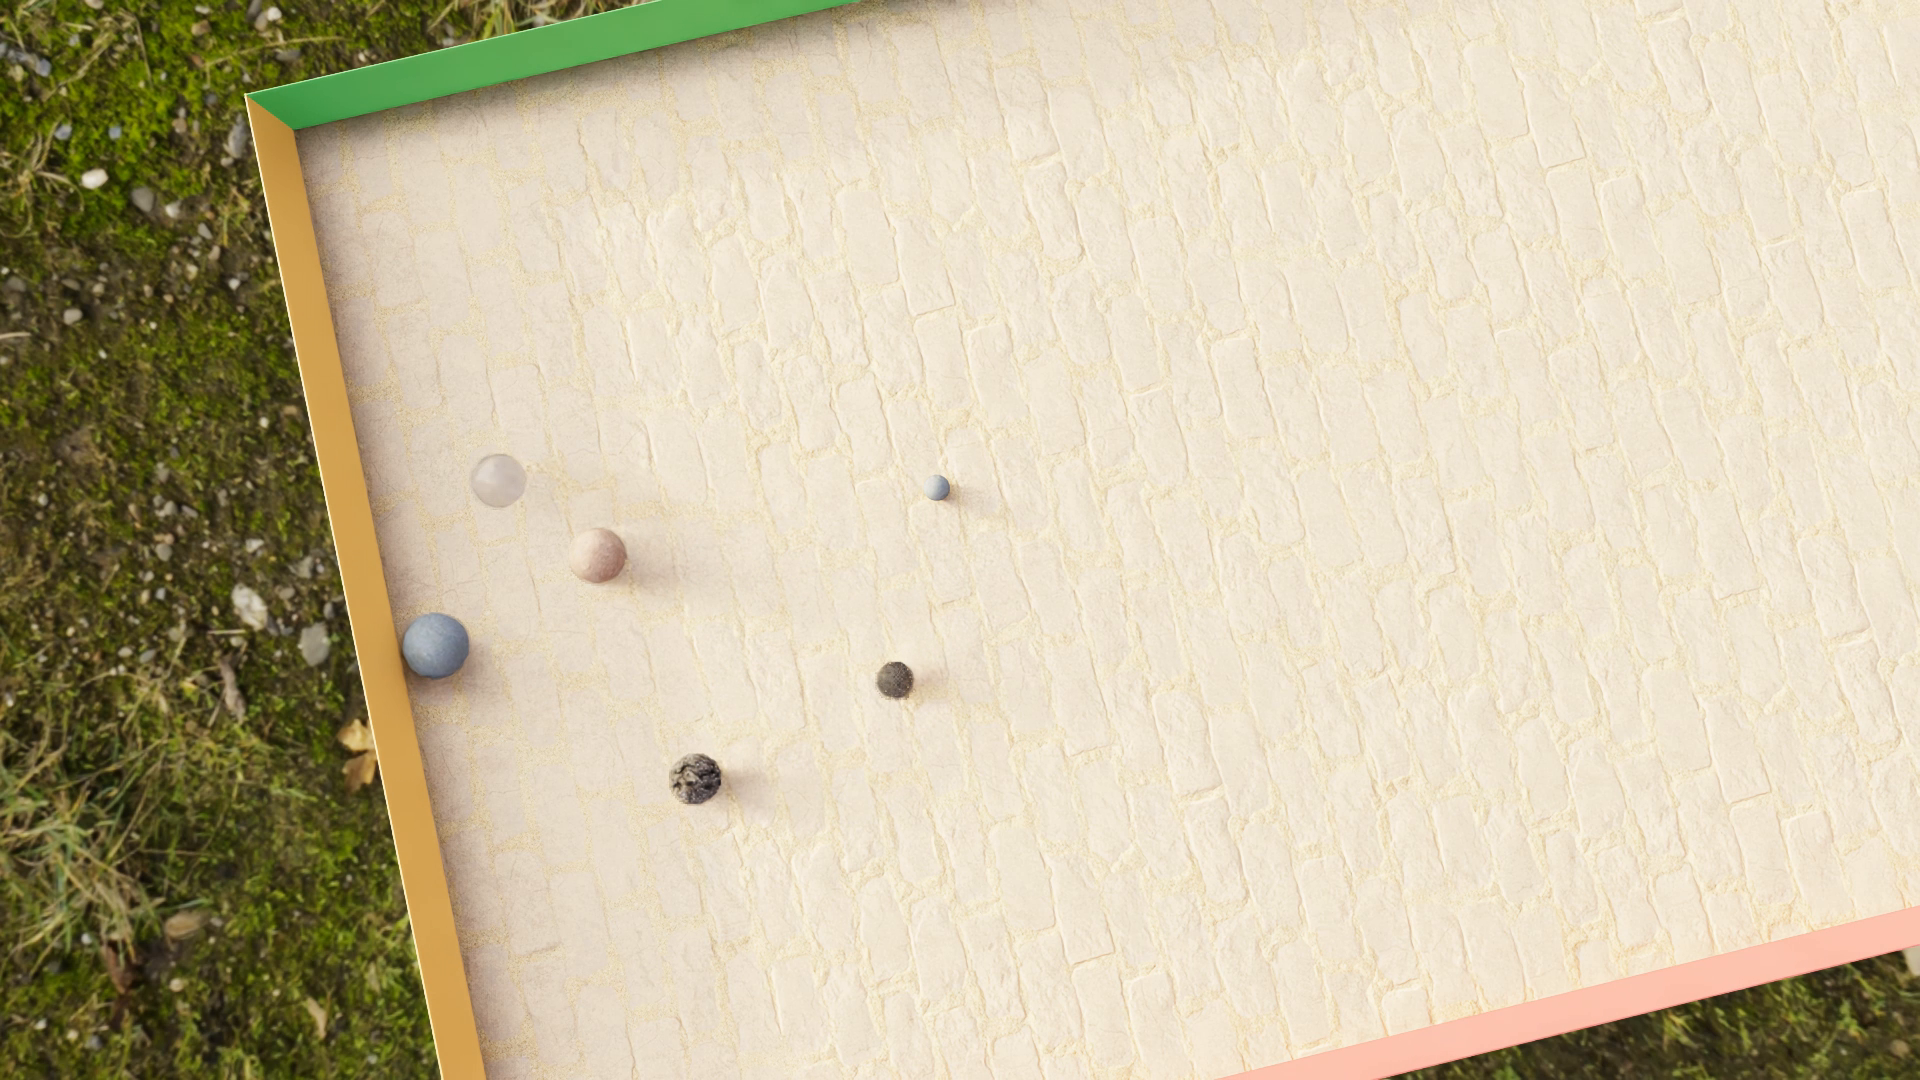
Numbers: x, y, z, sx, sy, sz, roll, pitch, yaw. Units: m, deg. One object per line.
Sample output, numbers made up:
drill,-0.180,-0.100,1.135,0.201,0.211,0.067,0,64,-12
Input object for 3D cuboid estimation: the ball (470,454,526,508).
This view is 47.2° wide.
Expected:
ball,-0.687,-0.089,3.276,0.081,0.081,0.081,0,82,0

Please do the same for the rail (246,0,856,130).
rail,0.657,-1.041,3.394,3.535,0.124,0.045,-13,82,-2

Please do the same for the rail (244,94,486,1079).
rail,-0.836,0.194,3.212,0.045,0.124,1.778,-13,82,-2

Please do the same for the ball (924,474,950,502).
ball,-0.035,-0.078,3.295,0.040,0.040,0.040,0,82,0

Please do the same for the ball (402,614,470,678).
ball,-0.770,0.156,3.233,0.096,0.096,0.096,0,82,0

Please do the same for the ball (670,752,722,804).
ball,-0.386,0.348,3.216,0.074,0.074,0.074,0,82,0

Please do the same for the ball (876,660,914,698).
ball,-0.096,0.206,3.245,0.056,0.056,0.056,0,82,0

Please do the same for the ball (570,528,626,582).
ball,-0.536,0.023,3.259,0.082,0.082,0.082,0,82,0

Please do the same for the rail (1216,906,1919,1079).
rail,1.061,0.624,3.148,3.535,0.124,0.045,-13,82,-2
